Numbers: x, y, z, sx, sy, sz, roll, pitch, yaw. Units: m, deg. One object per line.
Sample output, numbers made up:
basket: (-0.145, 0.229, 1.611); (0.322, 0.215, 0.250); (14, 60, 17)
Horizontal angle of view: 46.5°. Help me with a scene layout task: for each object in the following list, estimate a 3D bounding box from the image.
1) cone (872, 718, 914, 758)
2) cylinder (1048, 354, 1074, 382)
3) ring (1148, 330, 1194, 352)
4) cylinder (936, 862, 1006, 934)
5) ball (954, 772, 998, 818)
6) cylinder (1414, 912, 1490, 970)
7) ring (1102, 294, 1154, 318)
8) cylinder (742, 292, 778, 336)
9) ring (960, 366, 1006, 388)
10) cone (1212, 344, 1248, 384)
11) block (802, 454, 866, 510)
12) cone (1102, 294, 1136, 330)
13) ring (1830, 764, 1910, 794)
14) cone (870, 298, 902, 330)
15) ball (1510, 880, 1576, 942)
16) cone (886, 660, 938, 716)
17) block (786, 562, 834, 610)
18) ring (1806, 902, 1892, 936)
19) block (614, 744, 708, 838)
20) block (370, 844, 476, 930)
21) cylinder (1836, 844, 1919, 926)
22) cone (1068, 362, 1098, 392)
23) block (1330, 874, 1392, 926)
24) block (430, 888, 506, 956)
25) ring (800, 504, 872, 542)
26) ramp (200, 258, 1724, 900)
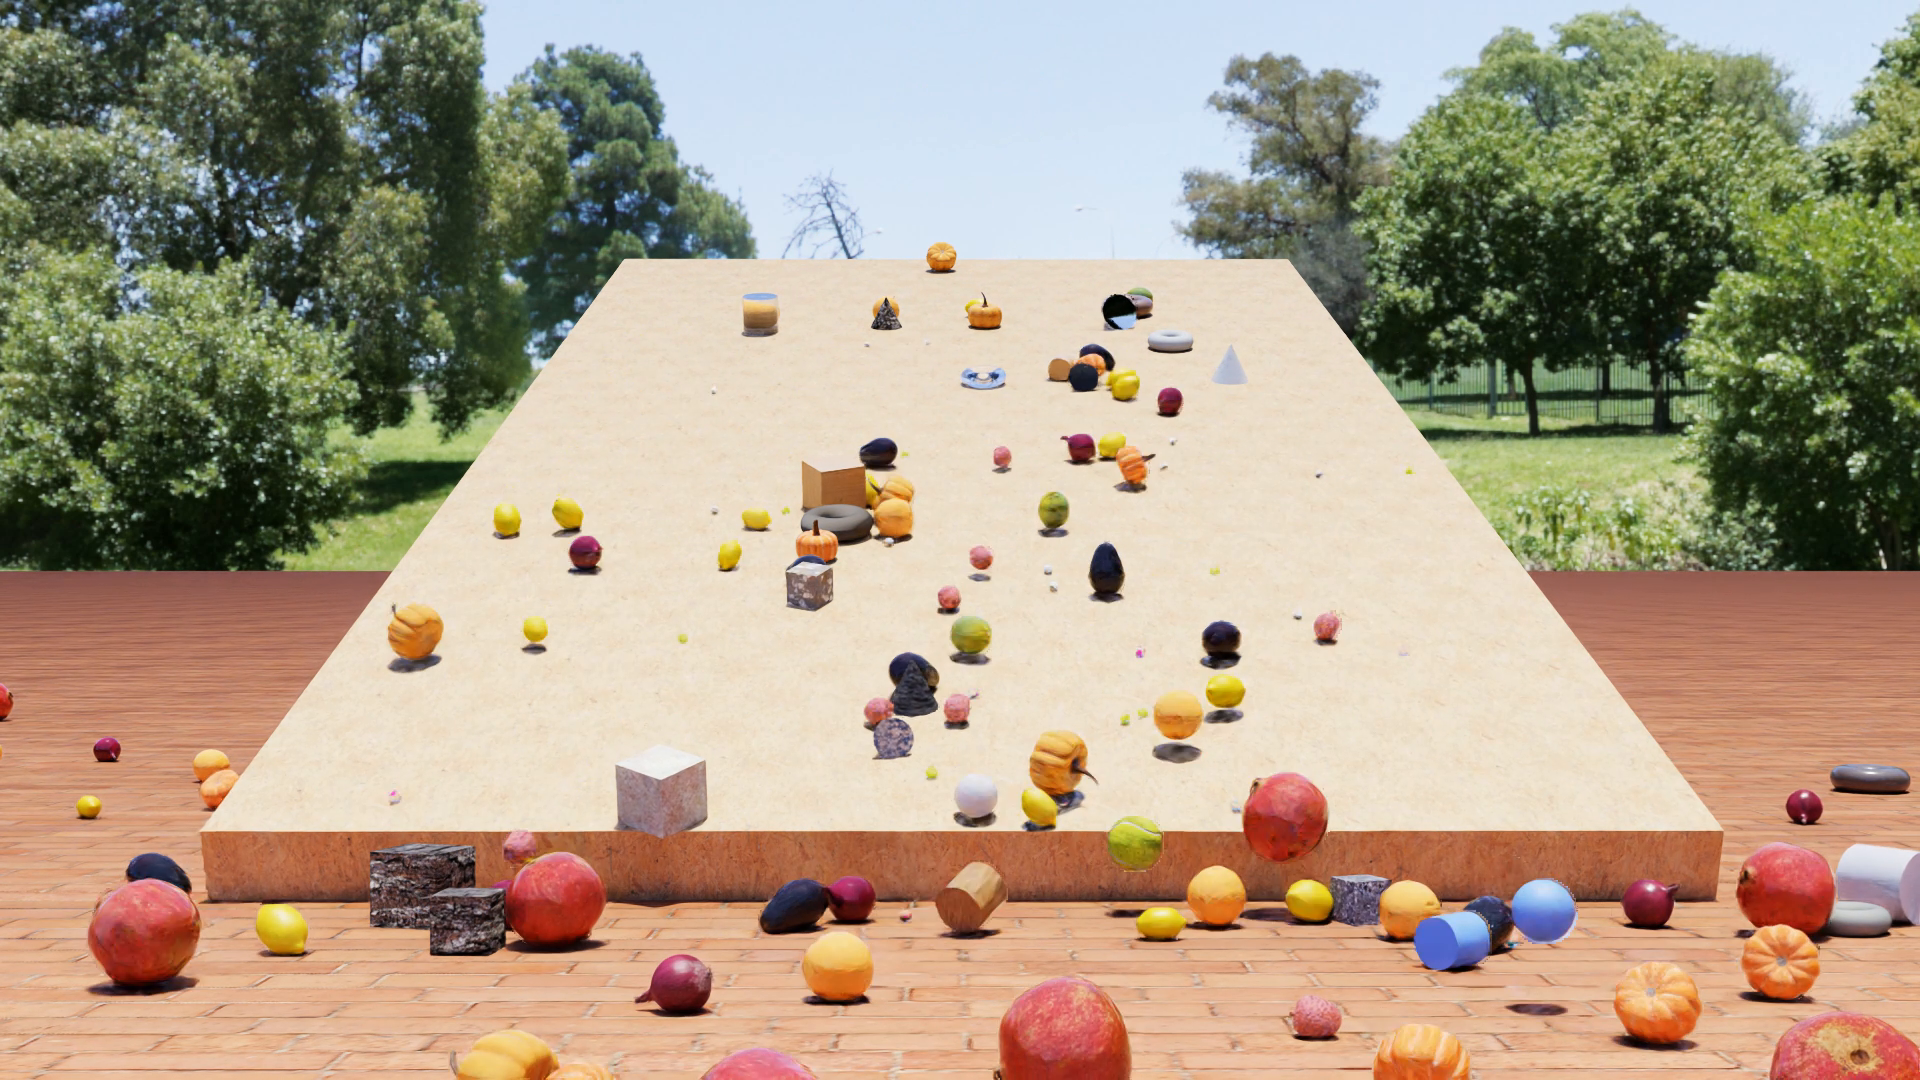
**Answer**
cone: (-0.100, 0.285, 3.191); (0.058, 0.058, 0.058); (0, -9, -11)
cylinder: (0.240, -0.410, 5.297); (0.055, 0.055, 0.055); (0, 17, 13)
ring: (0.528, -0.499, 5.604); (0.115, 0.038, 0.115); (0, 19, 0)
cylinder: (0.013, 0.430, 2.689); (0.062, 0.062, 0.062); (0, 21, 31)
ball: (0.021, 0.339, 2.969); (0.060, 0.060, 0.060); (0, -1, 0)
cylinder: (0.543, 0.442, 2.467); (0.059, 0.059, 0.059); (1, -1, -41)
ring: (0.449, -0.626, 5.984); (0.137, 0.046, 0.137); (-1, 17, 0)
cylinder: (-0.515, -0.583, 5.771); (0.092, 0.092, 0.092); (0, 18, 0)
ring: (0.055, -0.383, 5.246); (0.108, 0.036, 0.108); (-1, 18, 0)
cone: (0.638, -0.420, 5.276); (0.089, 0.089, 0.089); (0, 18, 0)
block: (-0.242, -0.103, 4.285); (0.092, 0.092, 0.092); (-9, 20, -26)
cone: (0.398, -0.584, 5.857); (0.096, 0.096, 0.096); (0, -10, -21)
ring: (1.784, 0.469, 4.381); (0.148, 0.049, 0.148); (1, 0, 0)
cone: (-0.192, -0.596, 5.826); (0.083, 0.083, 0.083); (0, 18, 0)
ball: (0.581, 0.370, 2.228); (0.062, 0.062, 0.062); (0, -1, 0)
cone: (-0.071, 0.212, 3.331); (0.078, 0.078, 0.078); (0, 18, 0)
block: (-0.254, 0.077, 3.783); (0.058, 0.058, 0.058); (8, 20, 24)
ring: (1.075, 0.458, 2.704); (0.097, 0.032, 0.097); (-1, 0, 0)
block: (-0.394, 0.331, 2.952); (0.084, 0.084, 0.084); (13, 22, 35)
block: (-0.665, 0.429, 2.770); (0.092, 0.092, 0.092); (0, -1, 19)
cylinder: (1.161, 0.430, 2.792); (0.090, 0.090, 0.090); (0, -1, -33)
cone: (0.281, -0.371, 5.216); (0.071, 0.071, 0.071); (0, -9, -10)
block: (0.499, 0.448, 2.781); (0.054, 0.054, 0.054); (0, -1, -23)
block: (-0.565, 0.439, 2.571); (0.068, 0.068, 0.068); (0, -1, 5)
ring: (-0.228, -0.031, 4.139); (0.135, 0.045, 0.135); (-1, 17, 0)
ramp: (-0.003, -0.185, 4.852); (2.000, 0.100, 4.000); (0, 18, 0)
